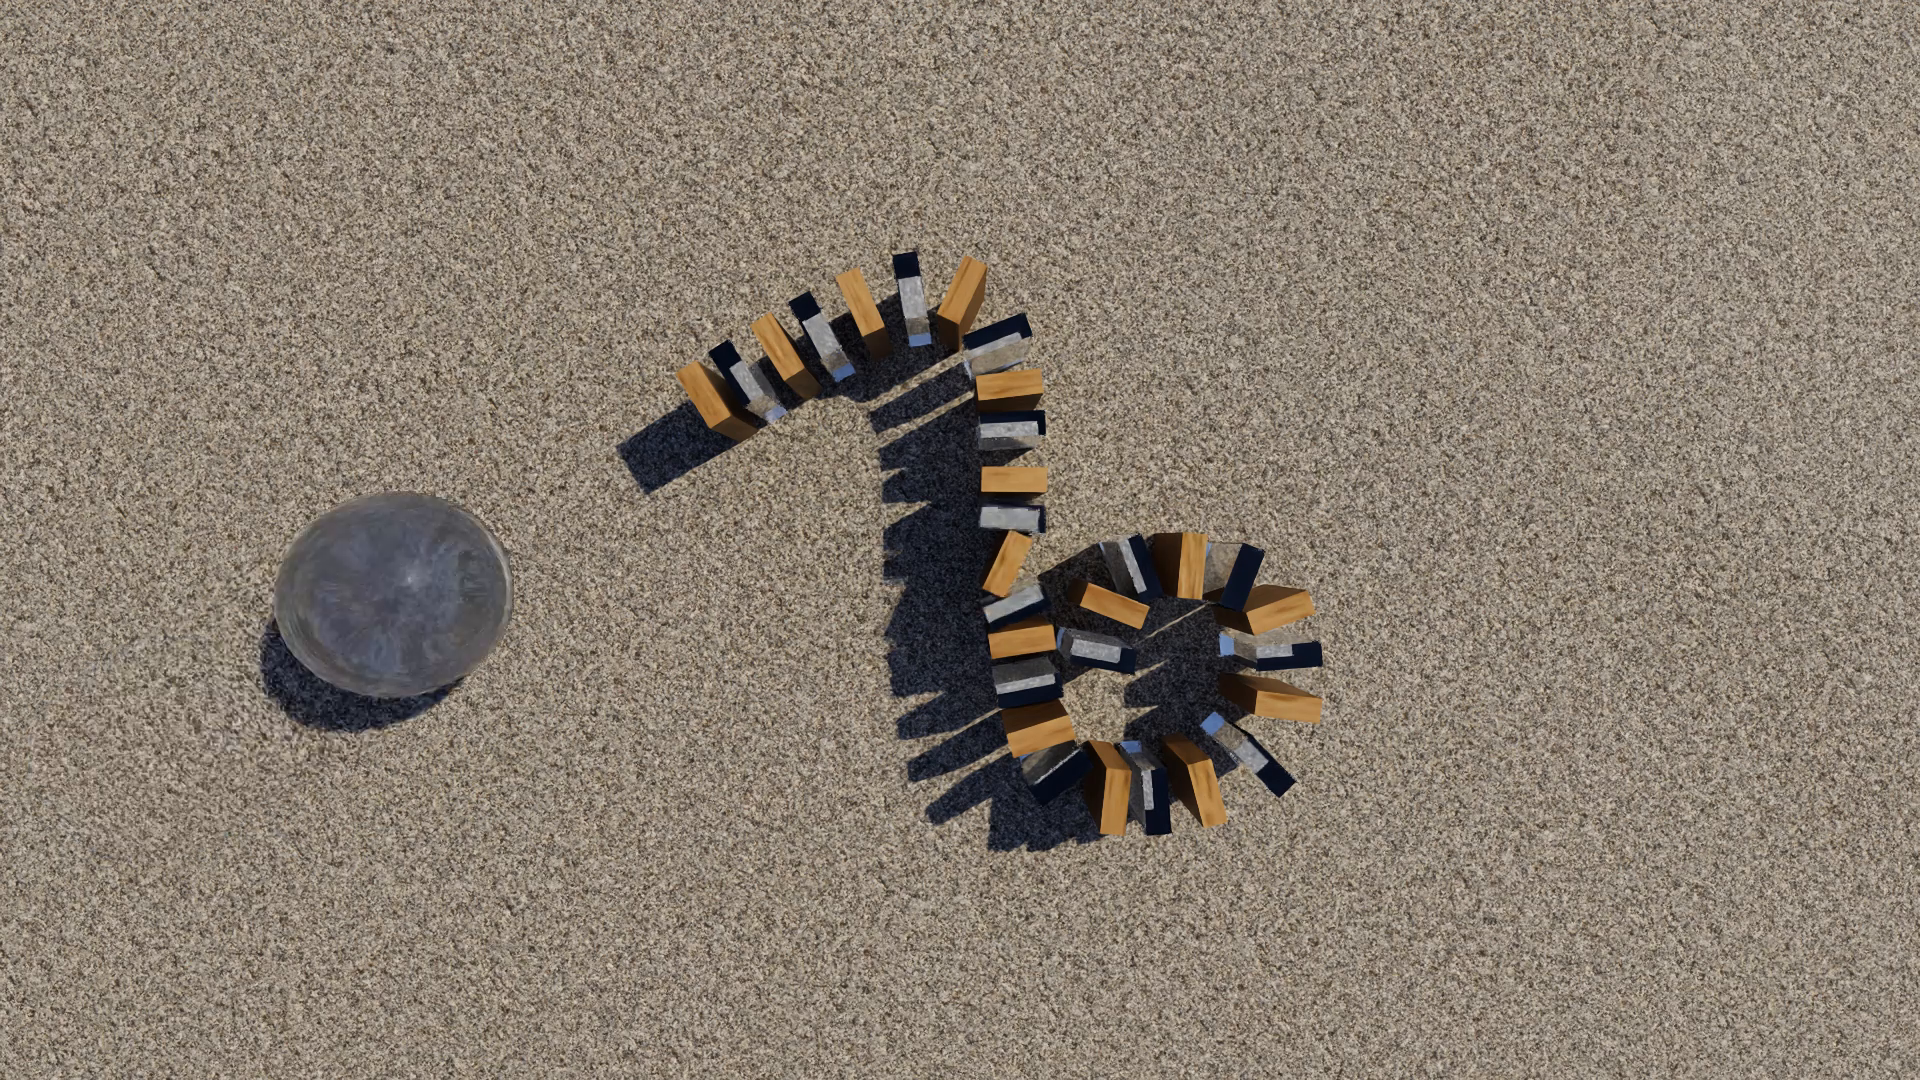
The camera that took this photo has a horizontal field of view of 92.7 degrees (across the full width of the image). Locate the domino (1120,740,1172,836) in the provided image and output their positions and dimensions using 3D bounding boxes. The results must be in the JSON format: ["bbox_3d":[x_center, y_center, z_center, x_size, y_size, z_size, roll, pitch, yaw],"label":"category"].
[{"bbox_3d":[0.075,0.100,0.375,0.009,0.050,0.025,-5,90,0],"label":"domino"}]

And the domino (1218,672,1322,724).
[{"bbox_3d":[0.126,0.064,0.375,0.025,0.050,0.010,7,90,0],"label":"domino"}]

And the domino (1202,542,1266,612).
[{"bbox_3d":[0.108,0.014,0.375,0.010,0.050,0.025,22,90,0],"label":"domino"}]

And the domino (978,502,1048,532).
[{"bbox_3d":[0.021,-0.009,0.375,0.025,0.050,0.009,4,90,0],"label":"domino"}]

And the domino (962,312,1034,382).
[{"bbox_3d":[0.015,-0.078,0.375,0.025,0.050,0.009,-21,90,0],"label":"domino"}]

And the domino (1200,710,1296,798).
[{"bbox_3d":[0.117,0.087,0.375,0.010,0.050,0.025,-44,90,0],"label":"domino"}]

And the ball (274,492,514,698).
[{"bbox_3d":[-0.220,0.021,0.360,0.080,0.080,0.080,0,90,0],"label":"ball"}]

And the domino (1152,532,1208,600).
[{"bbox_3d":[0.089,0.010,0.375,0.009,0.050,0.025,5,90,0],"label":"domino"}]

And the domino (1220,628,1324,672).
[{"bbox_3d":[0.126,0.045,0.375,0.025,0.050,0.010,-5,90,0],"label":"domino"}]

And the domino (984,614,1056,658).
[{"bbox_3d":[0.024,0.039,0.375,0.025,0.050,0.010,-9,90,0],"label":"domino"}]

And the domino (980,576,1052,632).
[{"bbox_3d":[0.022,0.025,0.375,0.025,0.050,0.009,-23,91,0],"label":"domino"}]

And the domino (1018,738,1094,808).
[{"bbox_3d":[0.038,0.091,0.375,0.025,0.050,0.010,-38,90,0],"label":"domino"}]

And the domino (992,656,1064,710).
[{"bbox_3d":[0.027,0.058,0.375,0.025,0.050,0.009,-11,90,0],"label":"domino"}]

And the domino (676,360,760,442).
[{"bbox_3d":[-0.098,-0.056,0.375,0.010,0.050,0.025,-32,90,0],"label":"domino"}]

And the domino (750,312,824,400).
[{"bbox_3d":[-0.070,-0.074,0.375,0.010,0.050,0.025,-32,90,0],"label":"domino"}]

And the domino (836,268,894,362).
[{"bbox_3d":[-0.038,-0.091,0.375,0.009,0.050,0.025,-24,90,0],"label":"domino"}]

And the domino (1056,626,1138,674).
[{"bbox_3d":[0.055,0.045,0.375,0.025,0.050,0.010,10,90,0],"label":"domino"}]

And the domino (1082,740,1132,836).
[{"bbox_3d":[0.060,0.100,0.375,0.009,0.050,0.025,6,90,0],"label":"domino"}]

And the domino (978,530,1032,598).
[{"bbox_3d":[0.018,0.009,0.375,0.009,0.050,0.025,25,90,-1],"label":"domino"}]

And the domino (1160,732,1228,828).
[{"bbox_3d":[0.095,0.097,0.375,0.010,0.050,0.025,-15,90,0],"label":"domino"}]

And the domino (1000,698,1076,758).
[{"bbox_3d":[0.031,0.075,0.375,0.025,0.050,0.009,-17,90,0],"label":"domino"}]

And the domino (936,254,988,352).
[{"bbox_3d":[0.001,-0.096,0.375,0.010,0.050,0.025,26,90,0],"label":"domino"}]

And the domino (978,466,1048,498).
[{"bbox_3d":[0.021,-0.023,0.375,0.025,0.050,0.009,1,90,0],"label":"domino"}]

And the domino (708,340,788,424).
[{"bbox_3d":[-0.086,-0.064,0.375,0.009,0.050,0.025,-33,90,0],"label":"domino"}]

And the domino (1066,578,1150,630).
[{"bbox_3d":[0.059,0.025,0.375,0.025,0.050,0.009,22,90,0],"label":"domino"}]

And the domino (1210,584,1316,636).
[{"bbox_3d":[0.123,0.028,0.375,0.025,0.050,0.009,-20,90,0],"label":"domino"}]

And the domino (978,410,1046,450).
[{"bbox_3d":[0.020,-0.044,0.375,0.025,0.050,0.009,-3,90,0],"label":"domino"}]

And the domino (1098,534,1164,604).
[{"bbox_3d":[0.069,0.011,0.375,0.009,0.050,0.025,-21,90,0],"label":"domino"}]

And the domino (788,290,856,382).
[{"bbox_3d":[-0.056,-0.082,0.375,0.009,0.050,0.025,-28,90,0],"label":"domino"}]

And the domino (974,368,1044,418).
[{"bbox_3d":[0.019,-0.059,0.375,0.025,0.050,0.010,-7,90,0],"label":"domino"}]

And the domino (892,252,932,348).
[{"bbox_3d":[-0.019,-0.097,0.375,0.009,0.050,0.025,-10,90,0],"label":"domino"}]
